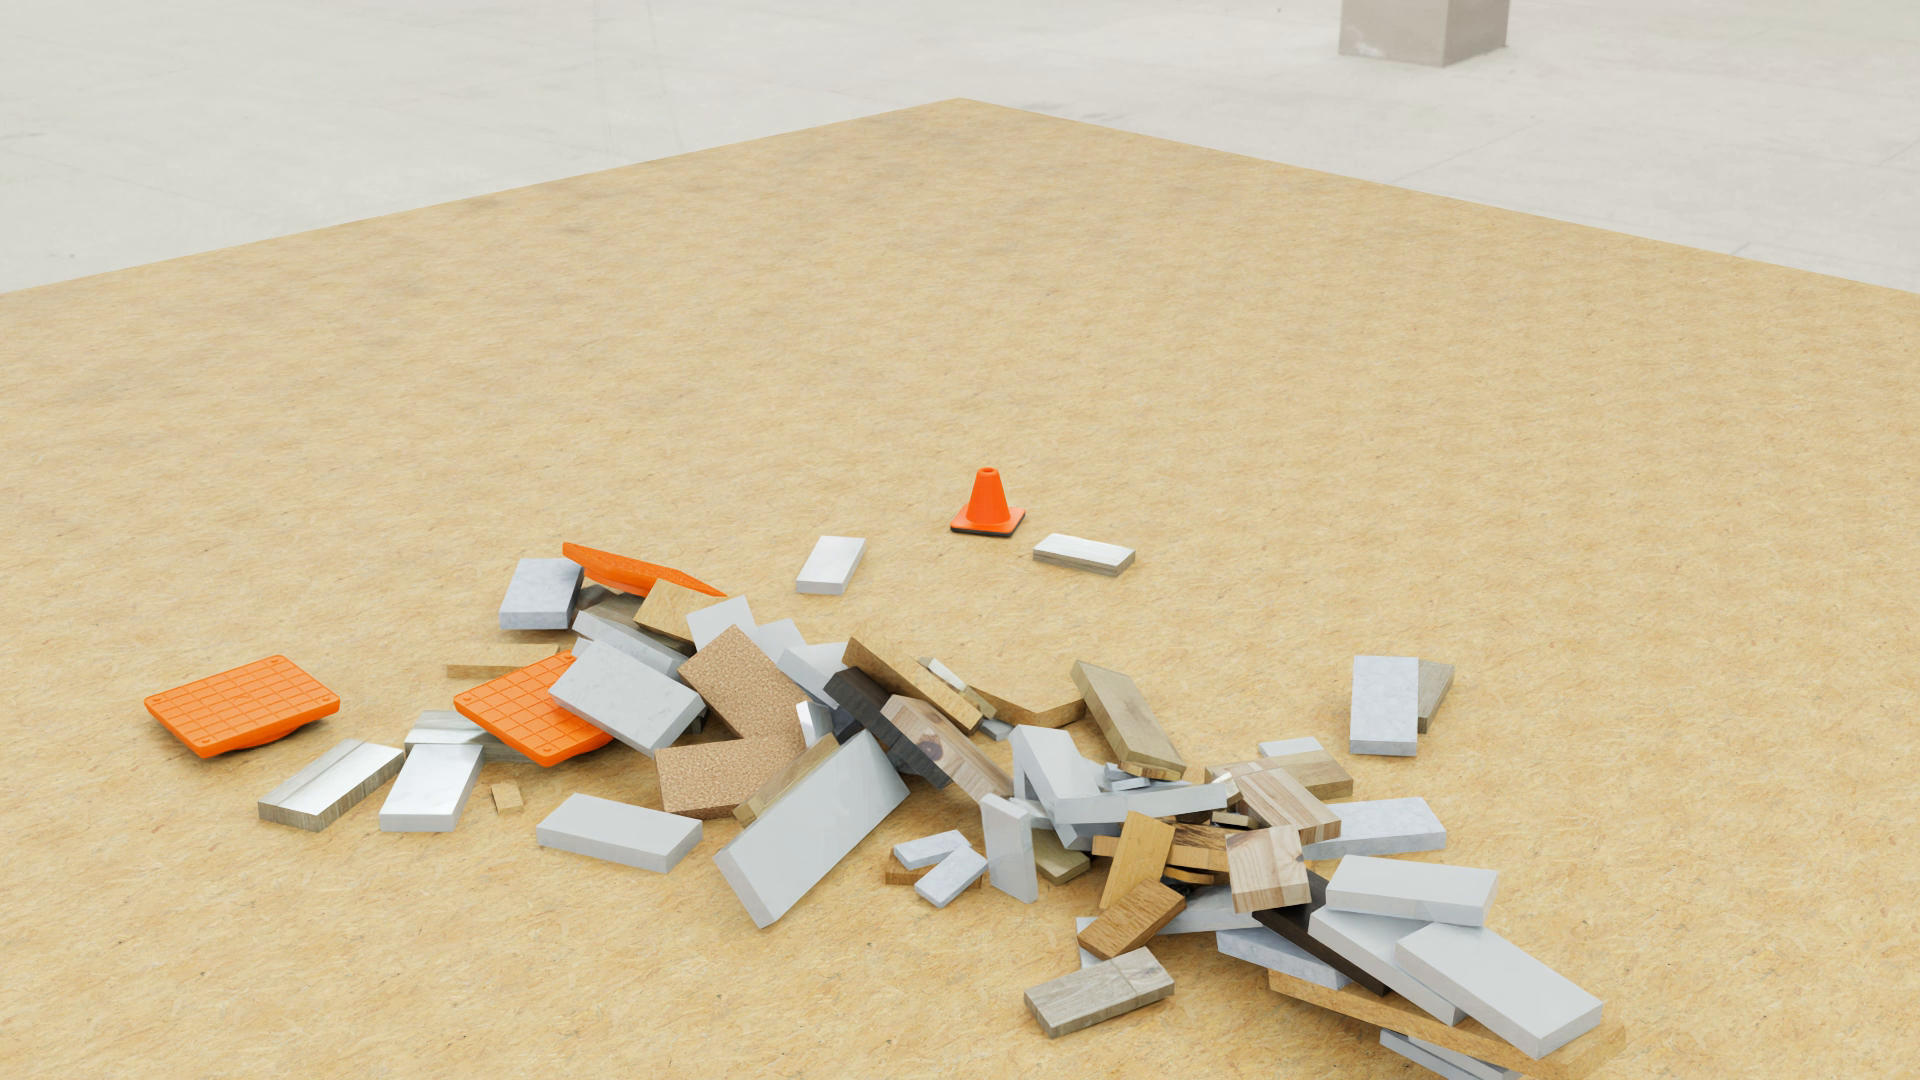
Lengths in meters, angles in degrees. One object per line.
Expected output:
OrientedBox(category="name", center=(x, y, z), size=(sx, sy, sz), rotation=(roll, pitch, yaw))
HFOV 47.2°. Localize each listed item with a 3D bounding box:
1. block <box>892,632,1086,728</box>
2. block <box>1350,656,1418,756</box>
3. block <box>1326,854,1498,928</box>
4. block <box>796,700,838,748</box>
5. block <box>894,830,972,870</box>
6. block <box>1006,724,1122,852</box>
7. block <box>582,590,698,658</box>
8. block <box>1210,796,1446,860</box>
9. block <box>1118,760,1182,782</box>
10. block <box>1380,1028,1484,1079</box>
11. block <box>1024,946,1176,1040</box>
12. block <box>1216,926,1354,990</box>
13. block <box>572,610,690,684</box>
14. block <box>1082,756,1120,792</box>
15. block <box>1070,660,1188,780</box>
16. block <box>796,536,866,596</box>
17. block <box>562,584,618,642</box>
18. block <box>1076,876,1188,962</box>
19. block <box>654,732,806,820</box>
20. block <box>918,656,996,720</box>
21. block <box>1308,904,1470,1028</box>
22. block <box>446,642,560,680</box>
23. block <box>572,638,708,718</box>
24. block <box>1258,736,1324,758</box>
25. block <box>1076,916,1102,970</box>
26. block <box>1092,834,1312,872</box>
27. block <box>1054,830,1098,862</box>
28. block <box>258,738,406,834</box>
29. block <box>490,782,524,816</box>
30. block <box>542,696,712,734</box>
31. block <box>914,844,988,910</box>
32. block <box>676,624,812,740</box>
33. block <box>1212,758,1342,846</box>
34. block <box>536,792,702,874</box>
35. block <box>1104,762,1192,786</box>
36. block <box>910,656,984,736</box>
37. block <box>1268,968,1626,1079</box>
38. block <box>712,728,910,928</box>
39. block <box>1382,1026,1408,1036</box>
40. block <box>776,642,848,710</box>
OrientedBox(category="block", center=(0.040, 0.316, 4.925), size=(0.490, 0.048, 0.170), rotation=(20, 22, 39))
OrientedBox(category="block", center=(0.922, 0.357, 4.771), size=(0.140, 0.040, 0.280), rotation=(1, 37, 12))
OrientedBox(category="block", center=(0.761, 0.588, 3.700), size=(0.262, 0.037, 0.131), rotation=(3, 20, 24))
OrientedBox(category="block", center=(-0.281, 0.425, 4.520), size=(0.026, 0.182, 0.091), rotation=(-24, -21, 20))
OrientedBox(category="block", center=(-0.053, 0.600, 4.257), size=(0.136, 0.019, 0.068), rotation=(-11, 25, -24))
OrientedBox(category="block", center=(0.209, 0.489, 4.329), size=(0.140, 0.040, 0.280), rotation=(12, 38, -42))
OrientedBox(category="block", center=(-0.716, 0.203, 5.111), size=(0.315, 0.045, 0.158), rotation=(17, 29, 35))
OrientedBox(category="block", center=(0.726, 0.577, 4.350), size=(0.440, 0.040, 0.140), rotation=(-4, 23, -9))
OrientedBox(category="block", center=(0.385, 0.470, 4.477), size=(0.063, 0.018, 0.127), rotation=(16, 2, 44))
OrientedBox(category="block", center=(0.819, 0.858, 3.703), size=(0.099, 0.028, 0.198), rotation=(-21, 31, -40))
OrientedBox(category="block", center=(0.243, 0.787, 3.827), size=(0.245, 0.028, 0.100), rotation=(-15, 36, -22))
OrientedBox(category="block", center=(0.600, 0.710, 3.856), size=(0.140, 0.040, 0.280), rotation=(-20, 18, -36))
OrientedBox(category="block", center=(-0.702, 0.246, 4.894), size=(0.313, 0.044, 0.157), rotation=(23, -1, 36))
OrientedBox(category="block", center=(0.270, 0.486, 4.545), size=(0.313, 0.020, 0.069), rotation=(21, 31, 40))
OrientedBox(category="block", center=(0.358, 0.385, 4.740), size=(0.136, 0.039, 0.433), rotation=(18, 18, -19))
OrientedBox(category="block", center=(-0.325, 0.063, 5.570), size=(0.117, 0.033, 0.288), rotation=(4, 23, 9))
OrientedBox(category="block", center=(-0.844, 0.194, 5.247), size=(0.158, 0.045, 0.315), rotation=(-19, 29, -37))
OrientedBox(category="block", center=(0.310, 0.688, 3.968), size=(0.186, 0.026, 0.093), rotation=(-35, 38, -26))
OrientedBox(category="block", center=(-0.455, 0.484, 4.479), size=(0.313, 0.044, 0.157), rotation=(-6, 50, -13))
OrientedBox(category="block", center=(-0.010, 0.319, 4.737), size=(0.026, 0.183, 0.091), rotation=(-53, 14, -14))
OrientedBox(category="block", center=(0.745, 0.683, 3.659), size=(0.150, 0.043, 0.301), rotation=(-22, 37, -37))
OrientedBox(category="block", center=(-1.049, 0.279, 5.061), size=(0.235, 0.033, 0.117), rotation=(1, 23, 3))
OrientedBox(category="block", center=(-0.694, 0.298, 4.781), size=(0.296, 0.042, 0.148), rotation=(24, 0, 37))
OrientedBox(category="block", center=(0.706, 0.448, 4.683), size=(0.125, 0.018, 0.063), rotation=(-6, 24, -13))
OrientedBox(category="block", center=(0.263, 0.744, 3.974), size=(0.093, 0.026, 0.186), rotation=(-1, 23, -1))
OrientedBox(category="block", center=(0.449, 0.595, 4.122), size=(0.394, 0.037, 0.131), rotation=(2, -8, 37))
OrientedBox(category="block", center=(0.213, 0.594, 4.336), size=(0.139, 0.020, 0.069), rotation=(13, 26, 29))
OrientedBox(category="block", center=(-1.290, 0.502, 4.525), size=(0.145, 0.041, 0.291), rotation=(9, 25, 20))
OrientedBox(category="block", center=(-0.926, 0.528, 4.497), size=(0.052, 0.015, 0.104), rotation=(-7, 24, -17))
OrientedBox(category="block", center=(-0.729, 0.368, 4.841), size=(0.350, 0.042, 0.148), rotation=(2, 23, 5))
OrientedBox(category="block", center=(-0.015, 0.638, 4.175), size=(0.068, 0.019, 0.136), rotation=(31, 51, 32))
OrientedBox(category="block", center=(-0.437, 0.336, 4.669), size=(0.160, 0.045, 0.320), rotation=(-39, 63, -18))
OrientedBox(category="block", center=(0.627, 0.524, 4.375), size=(0.136, 0.039, 0.272), rotation=(-10, 25, -21))
OrientedBox(category="block", center=(-0.672, 0.578, 4.346), size=(0.291, 0.041, 0.145), rotation=(9, 25, 21))
OrientedBox(category="block", center=(0.390, 0.492, 4.497), size=(0.188, 0.018, 0.063), rotation=(14, 7, -5))
OrientedBox(category="block", center=(-0.078, 0.311, 4.739), size=(0.280, 0.140, 0.040), rotation=(33, 75, 16))
OrientedBox(category="block", center=(0.793, 0.773, 3.649), size=(0.150, 0.043, 0.620), rotation=(-20, 18, -36))
OrientedBox(category="block", center=(-0.279, 0.550, 4.266), size=(0.045, 0.160, 0.532), rotation=(-31, 4, 34))
OrientedBox(category="block", center=(0.769, 0.806, 3.752), size=(0.198, 0.028, 0.099), rotation=(16, 28, 38))
OrientedBox(category="block", center=(-0.244, 0.292, 4.789), size=(0.170, 0.048, 0.340), rotation=(34, 13, 21))
